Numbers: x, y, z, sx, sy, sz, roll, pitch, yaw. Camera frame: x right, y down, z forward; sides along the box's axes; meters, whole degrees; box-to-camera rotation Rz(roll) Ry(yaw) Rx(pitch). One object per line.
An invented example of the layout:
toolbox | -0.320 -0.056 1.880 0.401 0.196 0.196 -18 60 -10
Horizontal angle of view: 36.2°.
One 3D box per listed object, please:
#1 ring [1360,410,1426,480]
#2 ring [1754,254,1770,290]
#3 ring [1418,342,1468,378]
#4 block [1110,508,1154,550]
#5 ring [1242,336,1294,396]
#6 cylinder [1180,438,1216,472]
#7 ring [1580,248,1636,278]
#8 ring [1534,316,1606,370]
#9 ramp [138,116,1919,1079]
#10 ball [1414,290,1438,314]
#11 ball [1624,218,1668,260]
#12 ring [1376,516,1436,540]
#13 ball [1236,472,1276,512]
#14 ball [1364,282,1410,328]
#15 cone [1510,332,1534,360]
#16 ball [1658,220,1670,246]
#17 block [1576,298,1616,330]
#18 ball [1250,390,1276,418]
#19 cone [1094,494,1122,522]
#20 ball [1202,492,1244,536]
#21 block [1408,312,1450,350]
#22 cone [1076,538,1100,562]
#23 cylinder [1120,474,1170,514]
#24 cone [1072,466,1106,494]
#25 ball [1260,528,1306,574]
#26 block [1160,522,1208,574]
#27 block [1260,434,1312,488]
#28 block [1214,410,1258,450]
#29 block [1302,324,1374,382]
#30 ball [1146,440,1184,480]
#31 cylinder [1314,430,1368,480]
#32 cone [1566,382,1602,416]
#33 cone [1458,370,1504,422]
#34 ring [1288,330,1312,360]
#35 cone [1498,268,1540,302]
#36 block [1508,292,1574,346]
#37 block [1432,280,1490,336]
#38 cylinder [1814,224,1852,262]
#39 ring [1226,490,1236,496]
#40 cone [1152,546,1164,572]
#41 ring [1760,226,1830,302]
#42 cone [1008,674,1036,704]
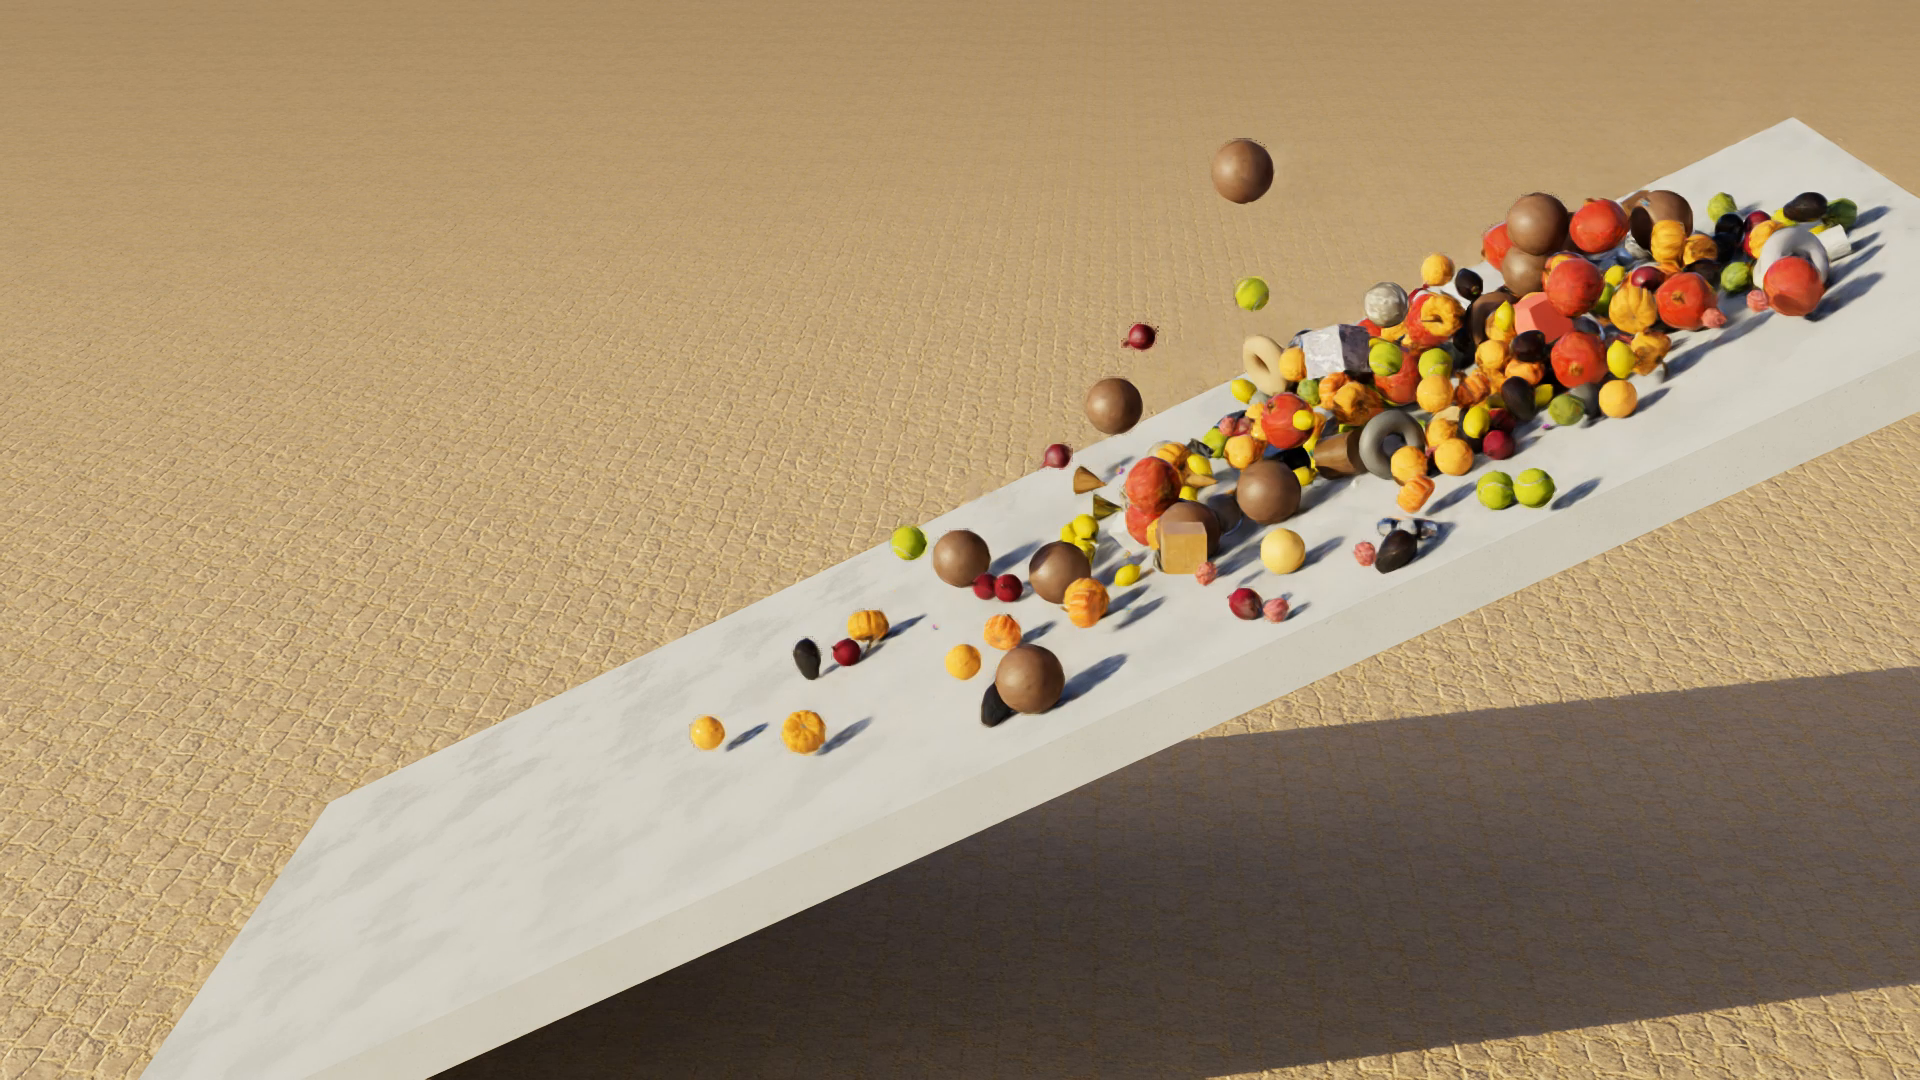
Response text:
ring | 0.842 -0.184 5.725 0.137 0.137 0.046 -5 8 -16
ring | 1.585 -0.542 5.734 0.039 0.117 0.117 24 18 -1
ring | 1.038 -0.388 6.319 0.115 0.038 0.115 -29 14 8
block | 0.361 -0.022 6.181 0.057 0.057 0.057 -11 44 52
ring | 0.685 -0.387 6.544 0.050 0.149 0.149 -31 28 -21
cylinder | 0.512 -0.184 6.338 0.055 0.055 0.055 31 22 6
ring | 1.401 -0.598 6.358 0.123 0.041 0.123 -12 17 4
ring | 1.219 -0.394 5.886 0.143 0.048 0.143 -13 41 12
ramp | 0.138 0.168 6.281 4.000 0.100 2.000 -25 14 10
ball | 0.990 -0.507 6.255 0.051 0.051 0.051 0 16 0
ball | 1.469 -0.645 6.303 0.090 0.090 0.090 0 16 0
ring | 0.809 -0.022 5.328 0.108 0.036 0.108 2 5 0
ball | 0.601 -0.096 5.983 0.081 0.081 0.081 0 16 0
ball | 0.854 -0.471 5.886 0.092 0.092 0.092 0 16 0
cone | 1.122 -0.374 5.811 0.053 0.053 0.053 -29 35 23
ball | 1.505 -0.660 6.371 0.067 0.067 0.067 0 16 0
block | 1.278 -0.445 5.959 0.058 0.058 0.058 47 43 4
ball | 0.685 -0.307 6.648 0.062 0.062 0.062 0 16 0
cone | 0.329 -0.071 6.521 0.066 0.066 0.066 1 16 3
ball | 0.531 -0.053 5.948 0.086 0.086 0.086 0 16 0
block | 1.044 -0.468 6.558 0.060 0.060 0.060 -18 16 35
cone | 0.283 0.017 6.278 0.050 0.050 0.050 14 21 40
cylinder | 0.396 -0.096 6.313 0.075 0.075 0.075 -15 22 -37
cone | 0.307 -0.133 6.788 0.069 0.069 0.069 11 20 27
ball | 0.607 0.021 5.527 0.086 0.086 0.086 0 16 0
block | 0.434 0.015 5.698 0.080 0.080 0.080 -3 17 -1
block | 0.675 -0.164 6.090 0.069 0.069 0.069 -20 19 32
block | 0.616 -0.247 6.561 0.060 0.060 0.060 -15 18 43
block | 0.791 -0.391 6.159 0.098 0.098 0.098 -2 -8 -44
ball | 0.457 -0.178 6.544 0.090 0.090 0.090 0 16 0
cylinder | 0.773 -0.172 5.917 0.088 0.088 0.088 -16 2 -43
cone | 1.185 -0.249 5.519 0.067 0.067 0.067 -9 39 -28
cone | 1.020 -0.301 5.876 0.097 0.097 0.097 -31 18 12
ring | 0.738 -0.423 6.364 0.025 0.076 0.076 41 36 25
cone | 1.199 -0.543 6.376 0.083 0.083 0.083 -8 18 -27
block | 1.151 -0.438 5.819 0.080 0.080 0.080 -25 13 -15
block | 1.092 -0.507 6.435 0.077 0.077 0.077 41 12 35
cylinder | 1.692 -0.574 5.706 0.060 0.060 0.060 -23 10 19
ring | 0.539 -0.067 6.050 0.031 0.092 0.092 44 24 1
cone | 0.426 0.040 5.937 0.053 0.053 0.053 14 7 39
ring | 1.578 -0.520 5.558 0.146 0.146 0.049 -7 -5 -22
cone | 0.123 0.288 5.595 0.057 0.057 0.057 3 -9 12
